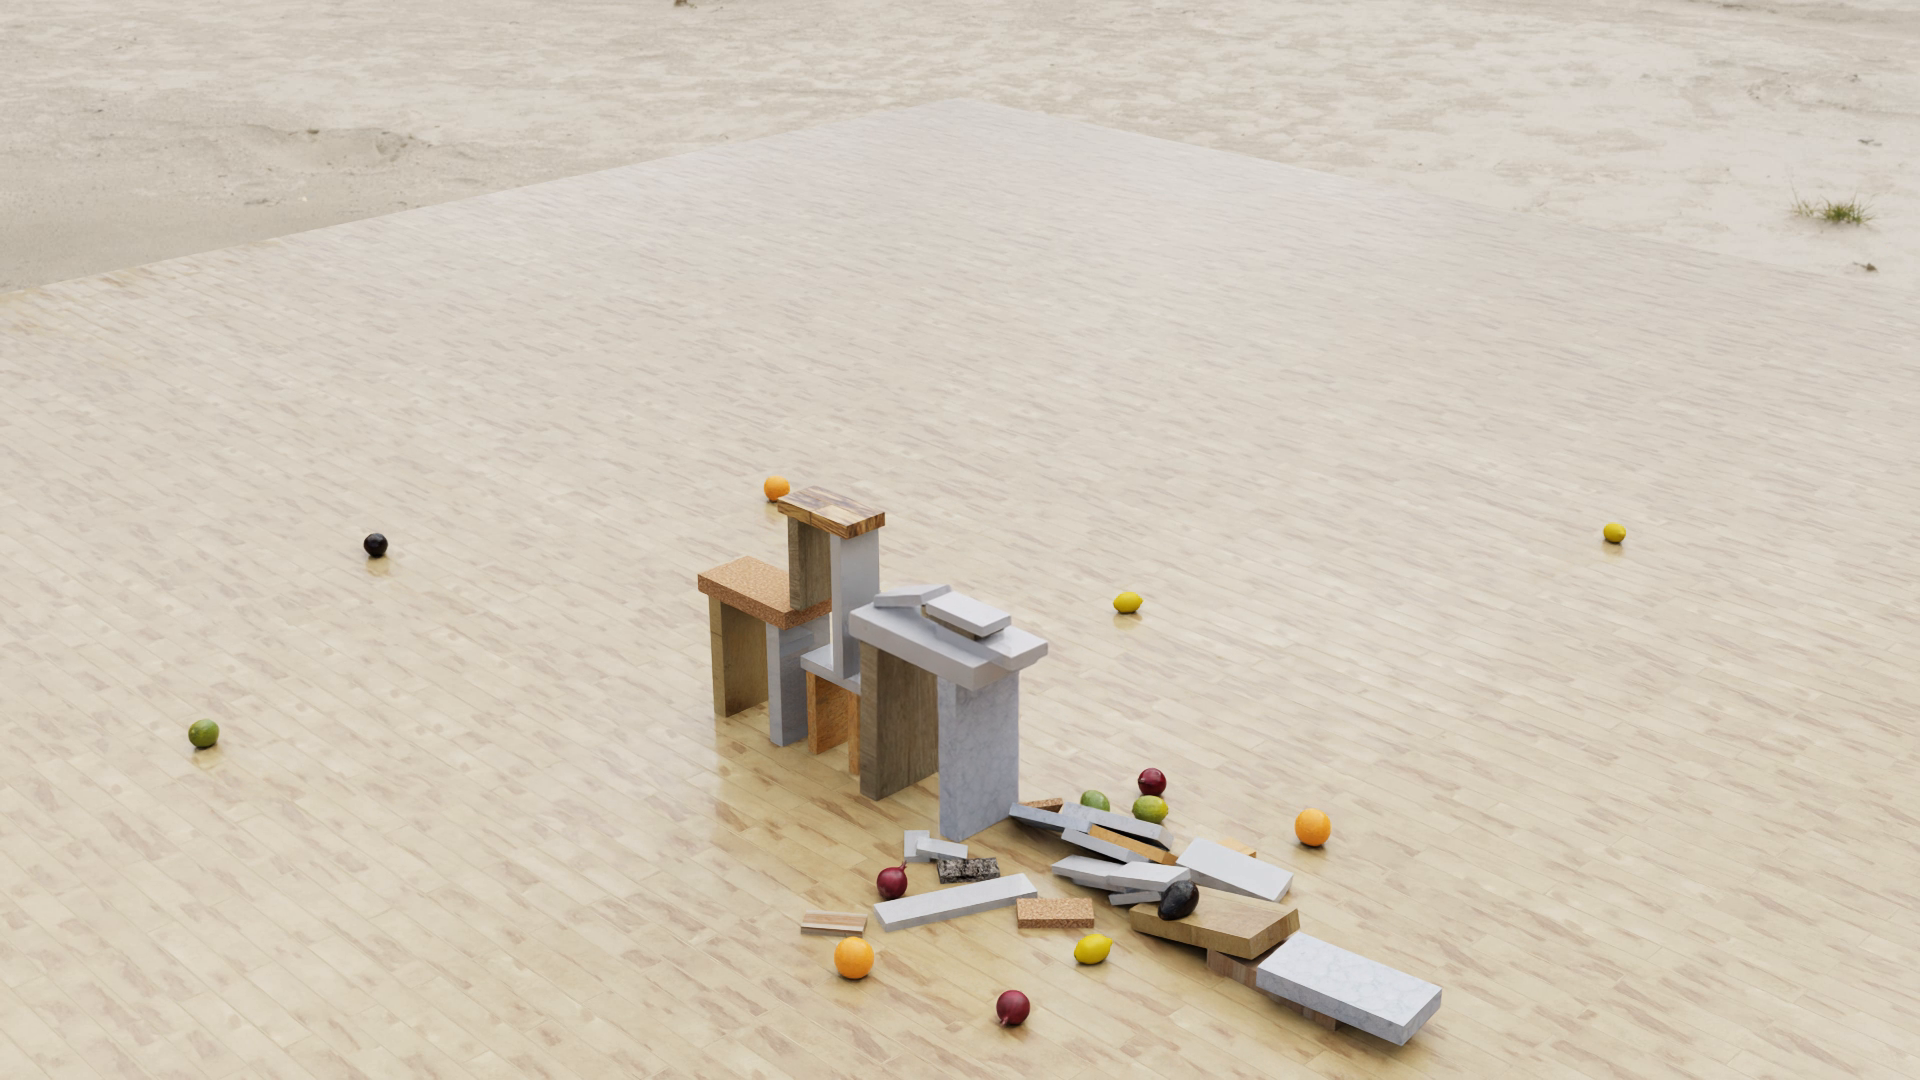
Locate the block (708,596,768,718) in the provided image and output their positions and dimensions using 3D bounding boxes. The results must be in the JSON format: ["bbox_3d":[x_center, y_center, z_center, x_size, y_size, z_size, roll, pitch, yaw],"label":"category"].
[{"bbox_3d":[-0.479,0.235,4.842,0.041,0.286,0.143,21,31,41],"label":"block"}]

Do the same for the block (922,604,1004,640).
[{"bbox_3d":[0.005,0.150,4.274,0.078,0.022,0.156,-19,30,-38],"label":"block"}]

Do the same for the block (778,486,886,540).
[{"bbox_3d":[-0.263,-0.058,4.482,0.211,0.030,0.105,21,31,41],"label":"block"}]

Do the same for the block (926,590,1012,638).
[{"bbox_3d":[0.016,0.142,4.238,0.078,0.022,0.156,-21,31,-40],"label":"block"}]

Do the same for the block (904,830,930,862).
[{"bbox_3d":[-0.084,0.602,4.324,0.050,0.014,0.099,0,23,-1],"label":"block"}]

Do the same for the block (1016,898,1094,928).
[{"bbox_3d":[0.177,0.695,4.097,0.140,0.020,0.070,0,23,-1],"label":"block"}]

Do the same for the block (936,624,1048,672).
[{"bbox_3d":[0.062,0.192,4.241,0.101,0.029,0.202,-21,31,-40],"label":"block"}]

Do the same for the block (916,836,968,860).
[{"bbox_3d":[-0.036,0.605,4.292,0.099,0.014,0.049,11,22,-2],"label":"block"}]

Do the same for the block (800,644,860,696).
[{"bbox_3d":[-0.235,0.269,4.600,0.192,0.027,0.096,21,31,41],"label":"block"}]

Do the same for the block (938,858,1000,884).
[{"bbox_3d":[0.016,0.637,4.238,0.115,0.016,0.058,-3,23,-6],"label":"block"}]

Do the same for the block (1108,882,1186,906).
[{"bbox_3d":[0.349,0.656,4.108,0.069,0.020,0.139,-21,2,-39],"label":"block"}]

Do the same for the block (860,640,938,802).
[{"bbox_3d":[-0.123,0.343,4.500,0.176,0.352,0.050,-21,33,-41],"label":"block"}]

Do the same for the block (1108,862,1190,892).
[{"bbox_3d":[0.352,0.625,4.083,0.139,0.020,0.069,-1,16,44],"label":"block"}]

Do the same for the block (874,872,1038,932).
[{"bbox_3d":[-0.008,0.681,4.131,0.304,0.020,0.070,-9,25,-20],"label":"block"}]

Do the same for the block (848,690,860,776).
[{"bbox_3d":[-0.190,0.388,4.601,0.027,0.192,0.096,21,31,41],"label":"block"}]

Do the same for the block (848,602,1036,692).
[{"bbox_3d":[-0.036,0.192,4.342,0.176,0.050,0.352,-21,31,-40],"label":"block"}]

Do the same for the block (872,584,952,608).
[{"bbox_3d":[-0.095,0.110,4.374,0.078,0.022,0.156,-20,10,-38],"label":"block"}]

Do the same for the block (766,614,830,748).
[{"bbox_3d":[-0.344,0.287,4.717,0.041,0.286,0.143,21,31,41],"label":"block"}]

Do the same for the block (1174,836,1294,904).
[{"bbox_3d":[0.521,0.636,4.188,0.203,0.029,0.101,19,32,23],"label":"block"}]

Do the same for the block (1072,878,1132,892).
[{"bbox_3d":[0.286,0.640,4.179,0.069,0.020,0.139,-21,14,-40],"label":"block"}]

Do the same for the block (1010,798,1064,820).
[{"bbox_3d":[0.154,0.540,4.427,0.099,0.050,0.014,-6,63,-13],"label":"block"}]

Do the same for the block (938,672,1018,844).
[{"bbox_3d":[0.038,0.406,4.352,0.050,0.352,0.176,20,30,41],"label":"block"}]

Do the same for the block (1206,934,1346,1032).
[{"bbox_3d":[0.593,0.767,3.902,0.282,0.040,0.141,21,31,41],"label":"block"}]

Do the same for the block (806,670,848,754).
[{"bbox_3d":[-0.280,0.353,4.685,0.027,0.192,0.096,21,31,41],"label":"block"}]

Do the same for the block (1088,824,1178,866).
[{"bbox_3d":[0.342,0.597,4.257,0.171,0.024,0.085,16,-10,36],"label":"block"}]

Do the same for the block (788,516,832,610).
[{"bbox_3d":[-0.309,0.032,4.579,0.030,0.211,0.105,19,29,37],"label":"block"}]

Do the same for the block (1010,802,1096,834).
[{"bbox_3d":[0.192,0.558,4.341,0.171,0.024,0.085,10,-16,29],"label":"block"}]

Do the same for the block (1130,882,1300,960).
[{"bbox_3d":[0.461,0.690,4.004,0.141,0.040,0.282,-21,18,-41],"label":"block"}]

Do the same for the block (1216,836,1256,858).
[{"bbox_3d":[0.501,0.621,4.271,0.140,0.020,0.070,-17,29,-35],"label":"block"}]

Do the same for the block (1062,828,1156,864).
[{"bbox_3d":[0.285,0.597,4.233,0.171,0.024,0.086,13,-12,47],"label":"block"}]

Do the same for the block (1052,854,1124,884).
[{"bbox_3d":[0.246,0.627,4.189,0.058,0.016,0.152,-20,14,-37],"label":"block"}]

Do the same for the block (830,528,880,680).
[{"bbox_3d":[-0.213,0.122,4.504,0.030,0.318,0.105,21,31,41],"label":"block"}]

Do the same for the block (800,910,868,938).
[{"bbox_3d":[-0.232,0.710,4.066,0.115,0.016,0.058,3,23,7],"label":"block"}]

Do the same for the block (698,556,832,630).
[{"bbox_3d":[-0.416,0.111,4.714,0.286,0.041,0.143,21,31,40],"label":"block"}]

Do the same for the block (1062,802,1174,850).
[{"bbox_3d":[0.310,0.561,4.321,0.202,0.029,0.101,12,-15,23],"label":"block"}]

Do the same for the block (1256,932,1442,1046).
[{"bbox_3d":[0.669,0.771,3.791,0.282,0.040,0.141,17,28,35],"label":"block"}]
